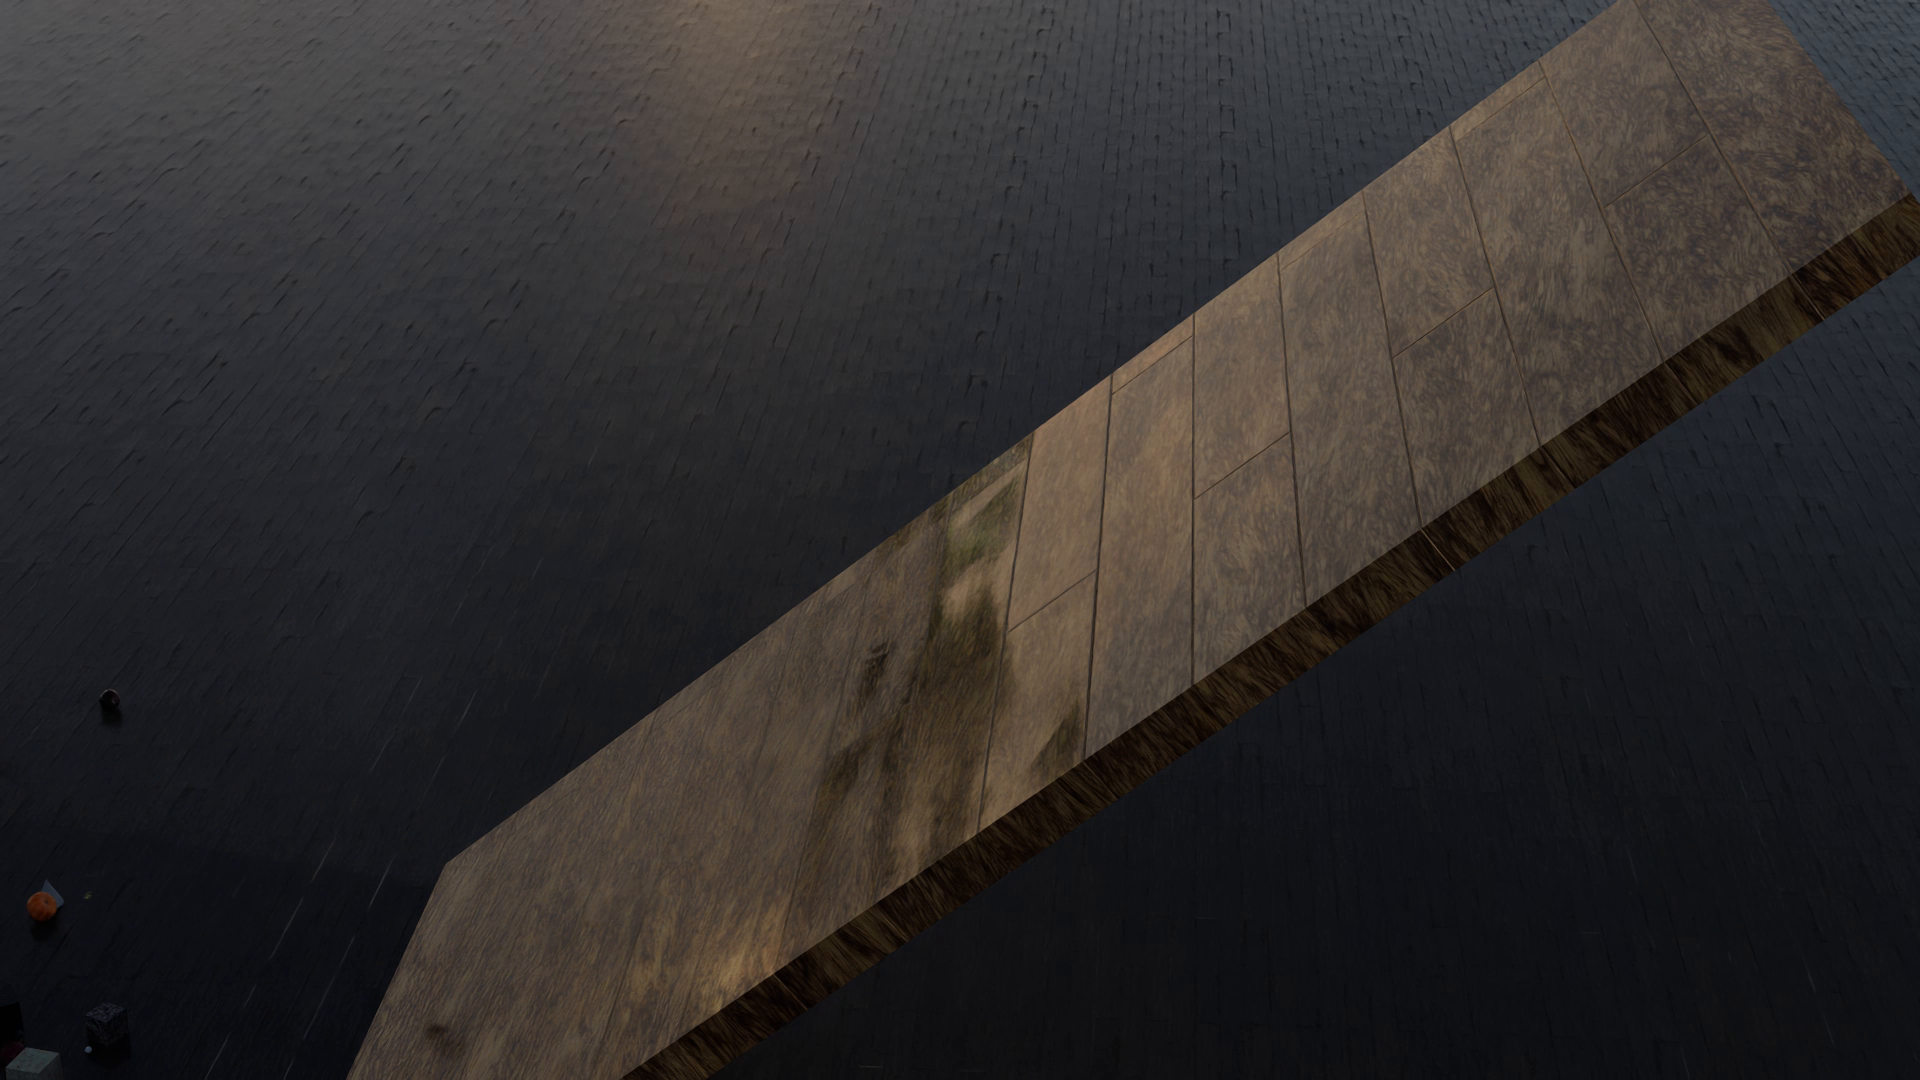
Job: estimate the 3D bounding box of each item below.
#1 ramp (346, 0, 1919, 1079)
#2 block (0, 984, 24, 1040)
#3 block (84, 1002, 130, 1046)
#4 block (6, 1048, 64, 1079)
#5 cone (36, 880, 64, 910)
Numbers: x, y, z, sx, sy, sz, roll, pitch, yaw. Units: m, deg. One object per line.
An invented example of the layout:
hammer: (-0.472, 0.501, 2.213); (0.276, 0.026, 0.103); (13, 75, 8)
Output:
ramp: (0.120, 0.186, 6.343); (4.000, 0.100, 2.000); (-36, 16, 18)
block: (-2.371, 1.168, 7.256); (0.091, 0.091, 0.091); (-13, 27, -27)
block: (-2.098, 1.190, 7.234); (0.069, 0.069, 0.069); (12, 27, 26)
block: (-2.205, 1.278, 7.008); (0.091, 0.091, 0.091); (7, 25, 14)
cone: (-2.422, 0.933, 7.810); (0.074, 0.074, 0.074); (0, 24, 0)
